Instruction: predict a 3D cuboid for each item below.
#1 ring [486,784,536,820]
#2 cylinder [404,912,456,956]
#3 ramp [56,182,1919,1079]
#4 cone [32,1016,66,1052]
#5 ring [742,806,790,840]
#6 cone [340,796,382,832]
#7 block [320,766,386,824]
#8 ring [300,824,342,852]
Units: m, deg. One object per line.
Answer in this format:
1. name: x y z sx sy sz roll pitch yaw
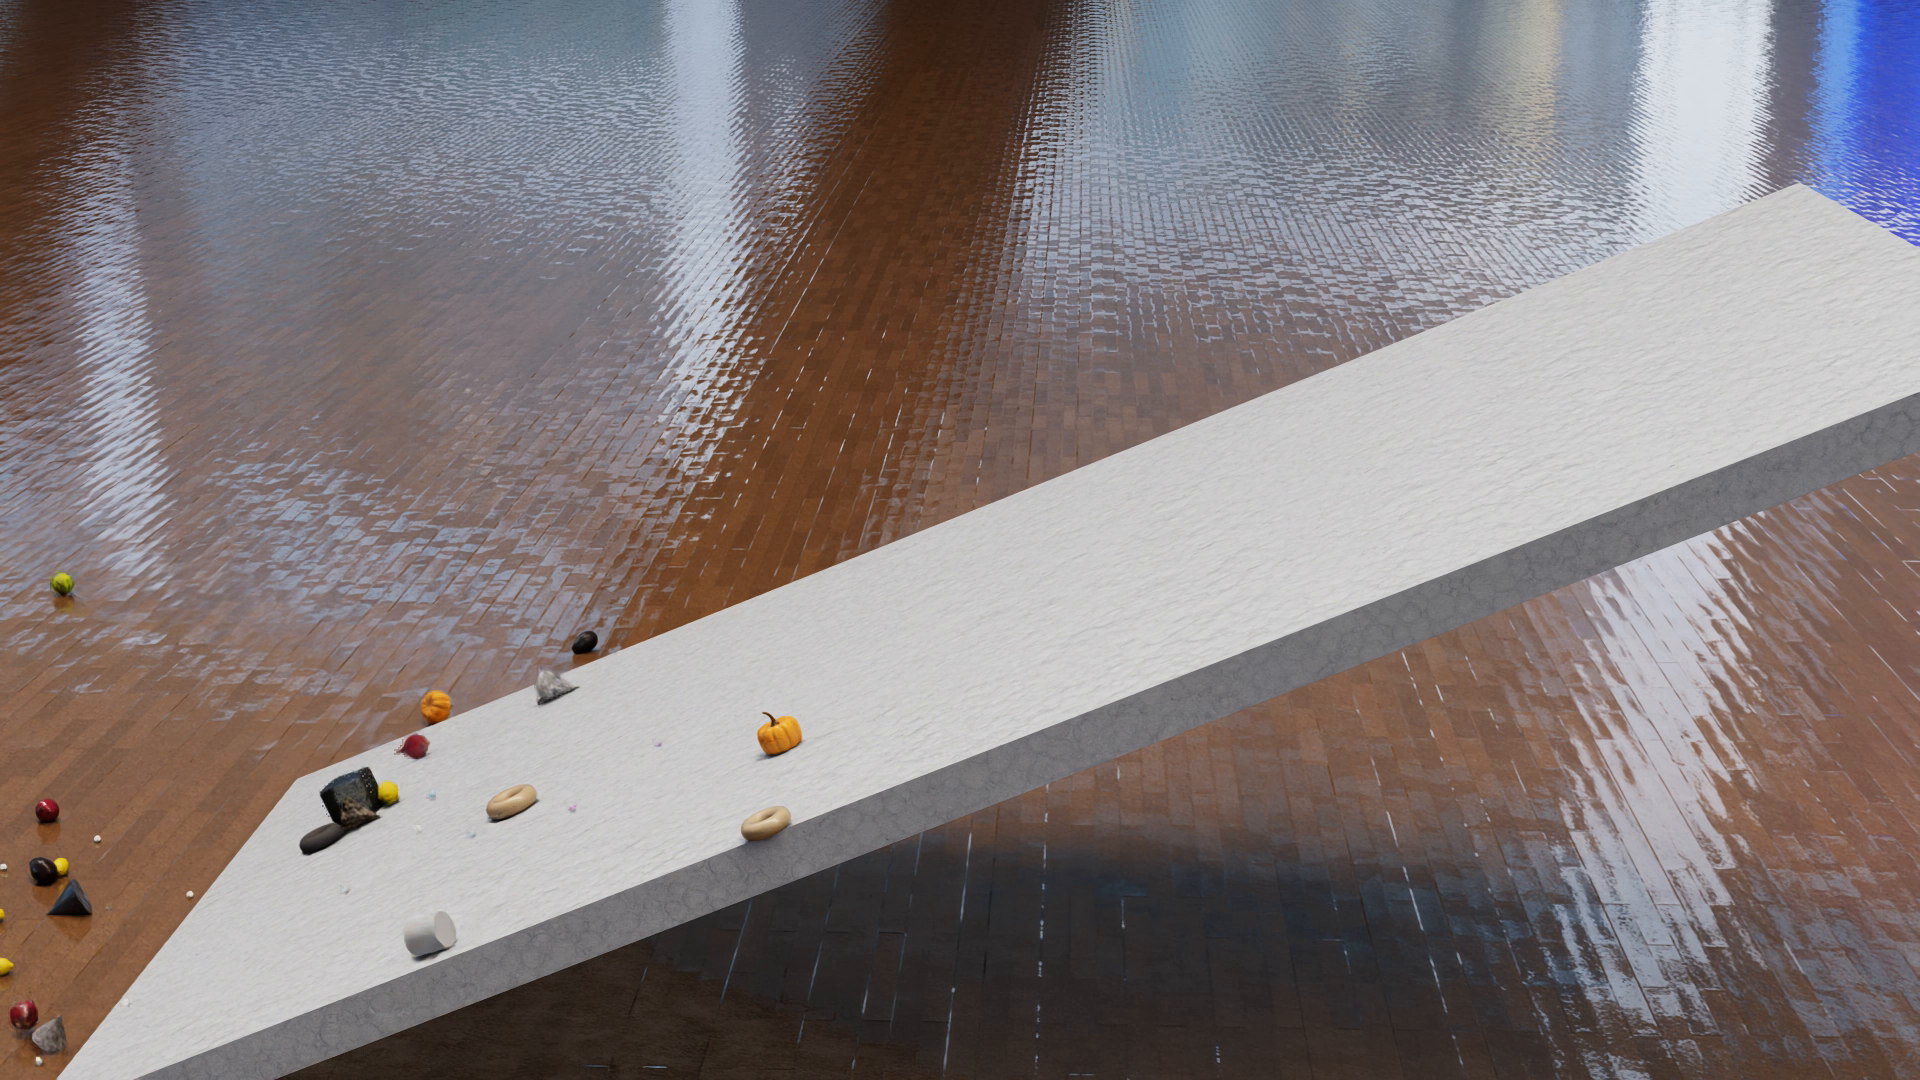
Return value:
1. ring: -0.960 0.560 6.297 0.115 0.038 0.115 -21 13 5
2. cylinder: -0.997 0.740 5.526 0.070 0.070 0.070 -18 7 22
3. ramp: 0.127 0.172 6.288 4.000 0.100 2.000 -22 12 8
4. cone: -1.878 1.011 6.103 0.071 0.071 0.071 25 25 -12
5. ring: -0.355 0.519 5.385 0.098 0.033 0.098 -21 13 5
6. cone: -1.366 0.631 6.736 0.084 0.084 0.084 5 14 2
7. block: -1.408 0.598 6.822 0.094 0.094 0.094 -20 13 14
8. ring: -1.457 0.679 6.707 0.104 0.035 0.104 -23 11 5
